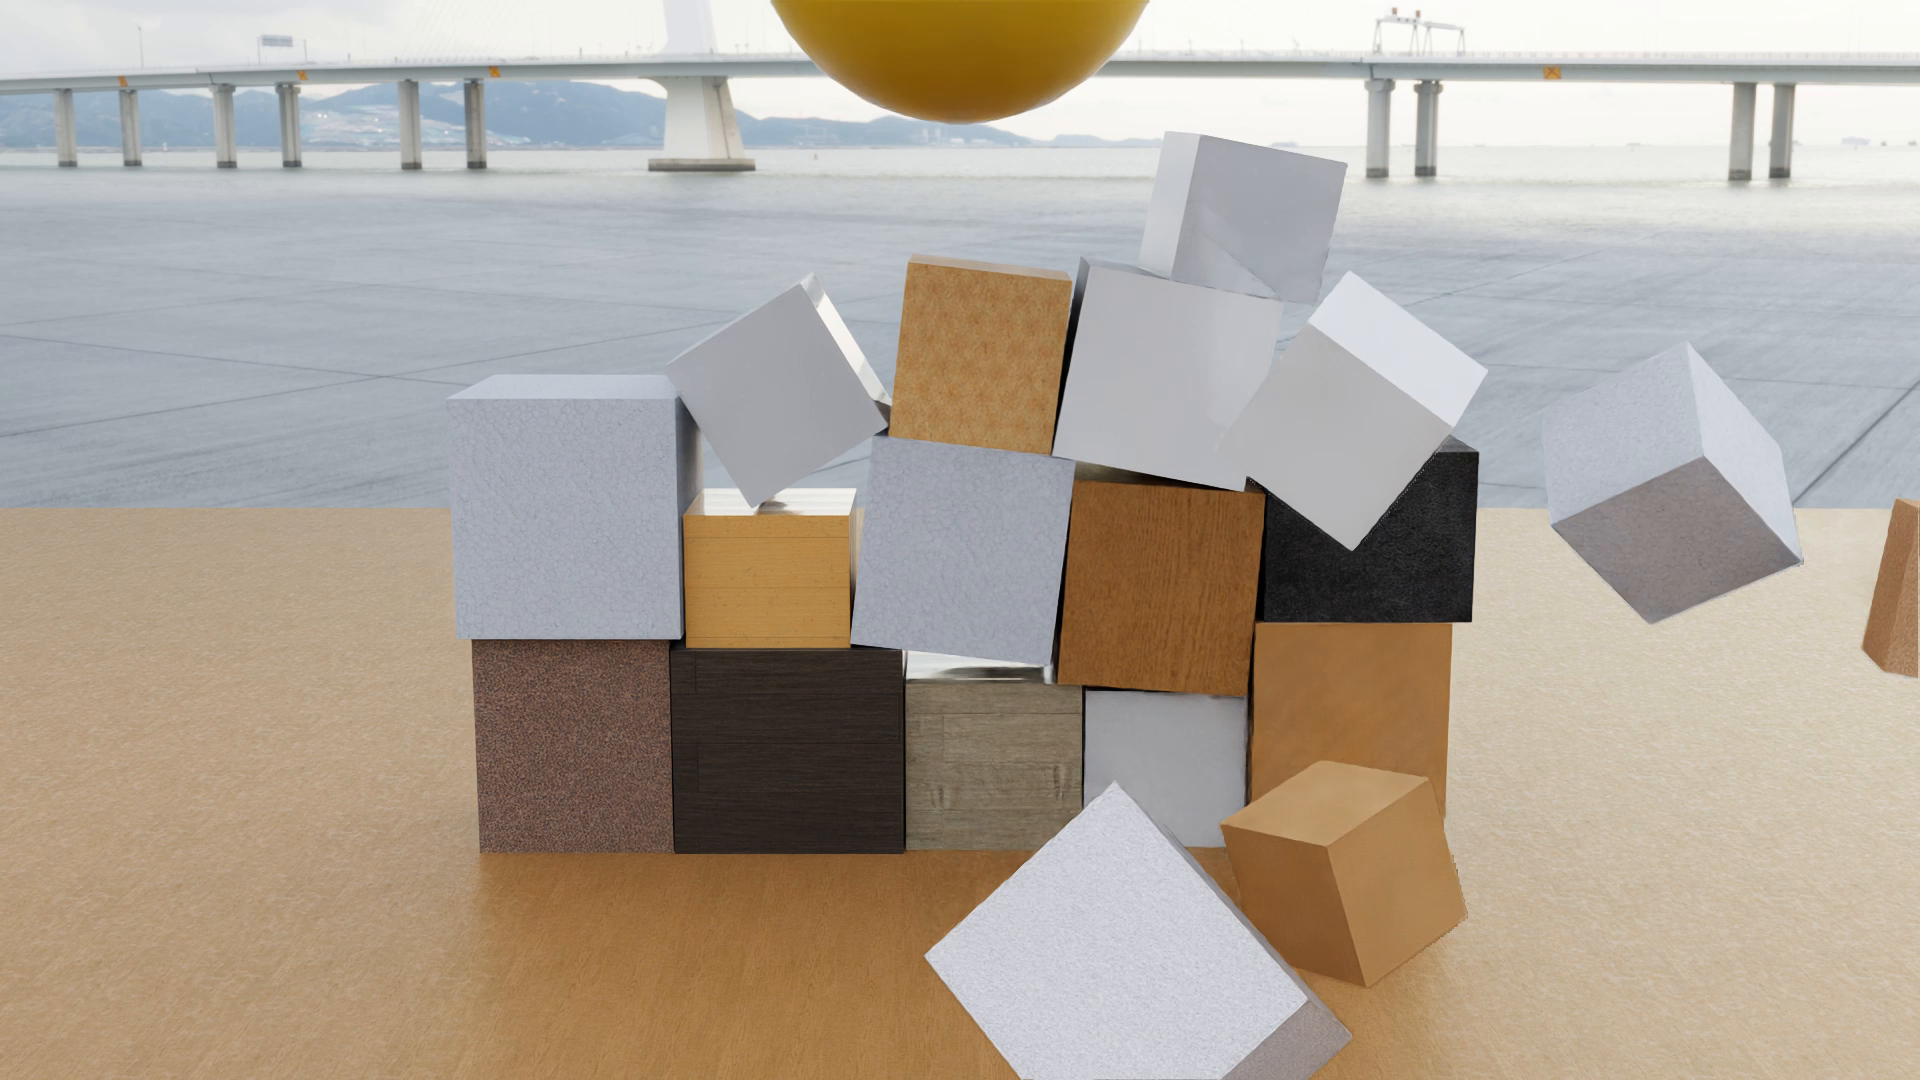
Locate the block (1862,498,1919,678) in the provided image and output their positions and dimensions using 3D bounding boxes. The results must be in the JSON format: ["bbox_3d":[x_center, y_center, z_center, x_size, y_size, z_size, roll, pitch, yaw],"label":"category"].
[{"bbox_3d":[4.547,0.250,9.974,0.630,0.735,0.754,11,8,14],"label":"block"}]

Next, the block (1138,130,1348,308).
[{"bbox_3d":[1.383,-1.603,10.908,0.737,0.702,0.787,9,10,-9],"label":"block"}]

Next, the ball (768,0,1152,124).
[{"bbox_3d":[0.000,-2.380,8.283,1.600,1.600,1.600,0,10,0],"label":"ball"}]

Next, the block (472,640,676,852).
[{"bbox_3d":[-1.912,0.929,11.353,0.968,1.111,0.966,0,10,0],"label":"block"}]

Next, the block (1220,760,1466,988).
[{"bbox_3d":[1.439,1.239,8.271,0.559,0.574,0.572,-26,17,-31],"label":"block"}]

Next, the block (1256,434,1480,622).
[{"bbox_3d":[1.992,-0.103,11.175,1.014,0.841,1.041,0,10,0],"label":"block"}]

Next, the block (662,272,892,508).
[{"bbox_3d":[-0.893,-0.769,11.066,0.788,0.810,0.848,-31,9,6],"label":"block"}]

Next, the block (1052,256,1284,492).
[{"bbox_3d":[1.001,-0.852,11.019,0.947,0.933,0.909,11,10,-2],"label":"block"}]

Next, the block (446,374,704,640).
[{"bbox_3d":[-1.904,-0.193,11.132,1.091,1.176,1.089,0,10,0],"label":"block"}]

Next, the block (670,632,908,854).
[{"bbox_3d":[-0.850,0.962,11.373,1.138,1.038,1.033,0,10,0],"label":"block"}]

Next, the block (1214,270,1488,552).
[{"bbox_3d":[1.622,-0.539,9.127,0.710,0.734,0.591,37,37,5],"label":"block"}]

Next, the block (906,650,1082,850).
[{"bbox_3d":[0.169,1.056,11.363,0.877,0.857,0.848,0,10,0],"label":"block"}]

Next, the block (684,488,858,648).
[{"bbox_3d":[-0.947,0.130,11.196,0.810,0.663,0.836,0,10,0],"label":"block"}]

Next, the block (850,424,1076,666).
[{"bbox_3d":[0.010,-0.025,11.199,0.990,1.029,0.964,7,10,-1],"label":"block"}]

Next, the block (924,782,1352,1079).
[{"bbox_3d":[0.600,1.492,7.176,0.918,0.825,0.880,48,1,27],"label":"block"}]

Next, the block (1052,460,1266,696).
[{"bbox_3d":[0.981,0.153,11.225,0.937,1.013,0.991,4,10,-1],"label":"block"}]

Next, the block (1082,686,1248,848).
[{"bbox_3d":[1.026,1.074,11.394,0.808,0.802,0.831,1,10,0],"label":"block"}]

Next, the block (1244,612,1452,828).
[{"bbox_3d":[1.920,0.893,11.351,0.961,1.182,1.084,0,10,0],"label":"block"}]

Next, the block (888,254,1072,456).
[{"bbox_3d":[0.099,-0.945,11.030,0.798,0.851,0.785,7,10,-1],"label":"block"}]

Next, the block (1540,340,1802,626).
[{"bbox_3d":[3.365,-0.260,10.458,0.784,0.876,0.751,-29,36,34],"label":"block"}]
